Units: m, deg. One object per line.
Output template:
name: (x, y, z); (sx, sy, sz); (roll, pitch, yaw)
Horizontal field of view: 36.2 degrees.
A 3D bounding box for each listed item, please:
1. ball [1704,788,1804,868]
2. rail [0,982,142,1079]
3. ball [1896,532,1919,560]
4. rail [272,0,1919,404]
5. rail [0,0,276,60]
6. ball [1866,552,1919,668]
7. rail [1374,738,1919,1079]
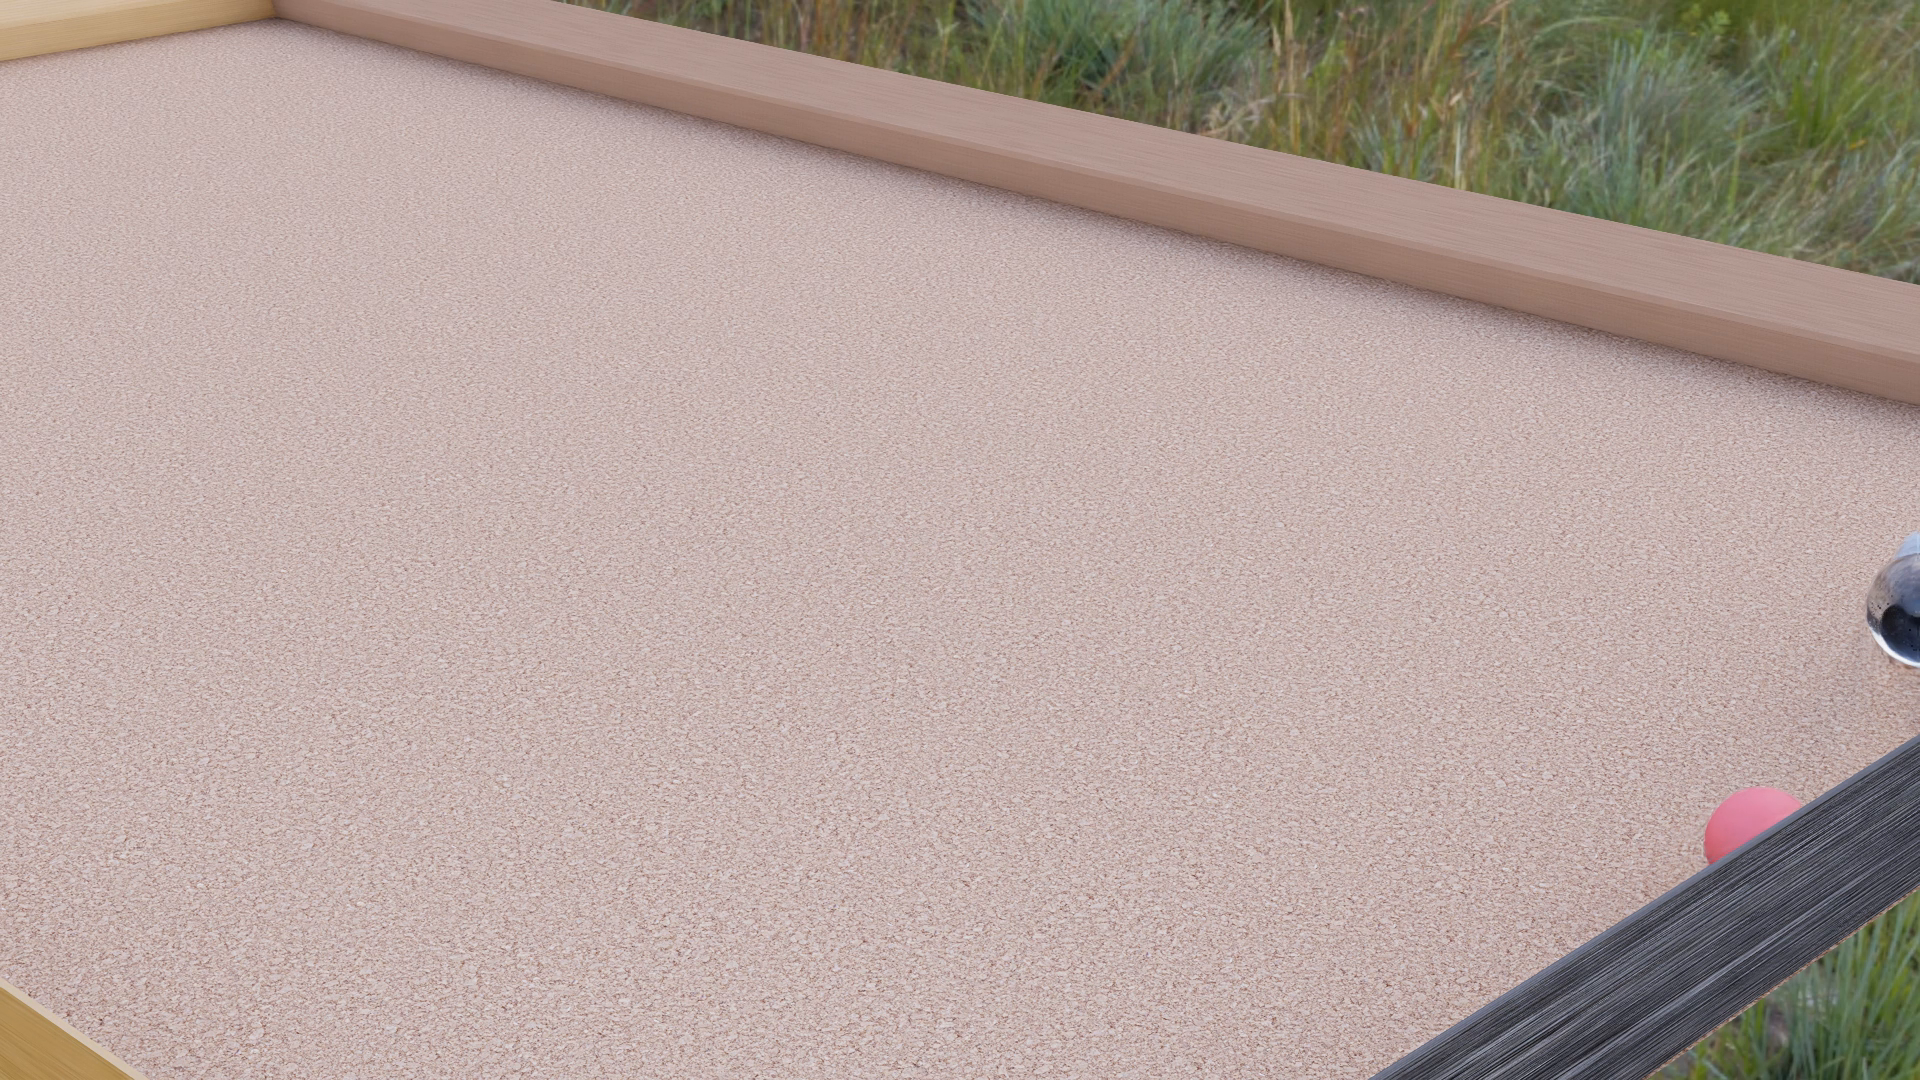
ball: (0.566, 0.215, 2.075); (0.079, 0.079, 0.079); (0, 21, 0)
rail: (-1.377, 0.020, 2.511); (3.607, 0.127, 0.045); (19, 28, 41)
ball: (0.855, 0.027, 2.568); (0.076, 0.076, 0.076); (0, 21, 0)
rail: (0.085, -0.517, 3.912); (3.607, 0.127, 0.045); (19, 28, 41)
rail: (-1.920, -0.693, 4.372); (0.045, 0.127, 2.142); (19, 28, 41)
ball: (0.808, 0.058, 2.457); (0.097, 0.097, 0.097); (0, 21, 0)
rail: (0.629, 0.196, 2.052); (0.045, 0.127, 2.142); (19, 28, 41)
